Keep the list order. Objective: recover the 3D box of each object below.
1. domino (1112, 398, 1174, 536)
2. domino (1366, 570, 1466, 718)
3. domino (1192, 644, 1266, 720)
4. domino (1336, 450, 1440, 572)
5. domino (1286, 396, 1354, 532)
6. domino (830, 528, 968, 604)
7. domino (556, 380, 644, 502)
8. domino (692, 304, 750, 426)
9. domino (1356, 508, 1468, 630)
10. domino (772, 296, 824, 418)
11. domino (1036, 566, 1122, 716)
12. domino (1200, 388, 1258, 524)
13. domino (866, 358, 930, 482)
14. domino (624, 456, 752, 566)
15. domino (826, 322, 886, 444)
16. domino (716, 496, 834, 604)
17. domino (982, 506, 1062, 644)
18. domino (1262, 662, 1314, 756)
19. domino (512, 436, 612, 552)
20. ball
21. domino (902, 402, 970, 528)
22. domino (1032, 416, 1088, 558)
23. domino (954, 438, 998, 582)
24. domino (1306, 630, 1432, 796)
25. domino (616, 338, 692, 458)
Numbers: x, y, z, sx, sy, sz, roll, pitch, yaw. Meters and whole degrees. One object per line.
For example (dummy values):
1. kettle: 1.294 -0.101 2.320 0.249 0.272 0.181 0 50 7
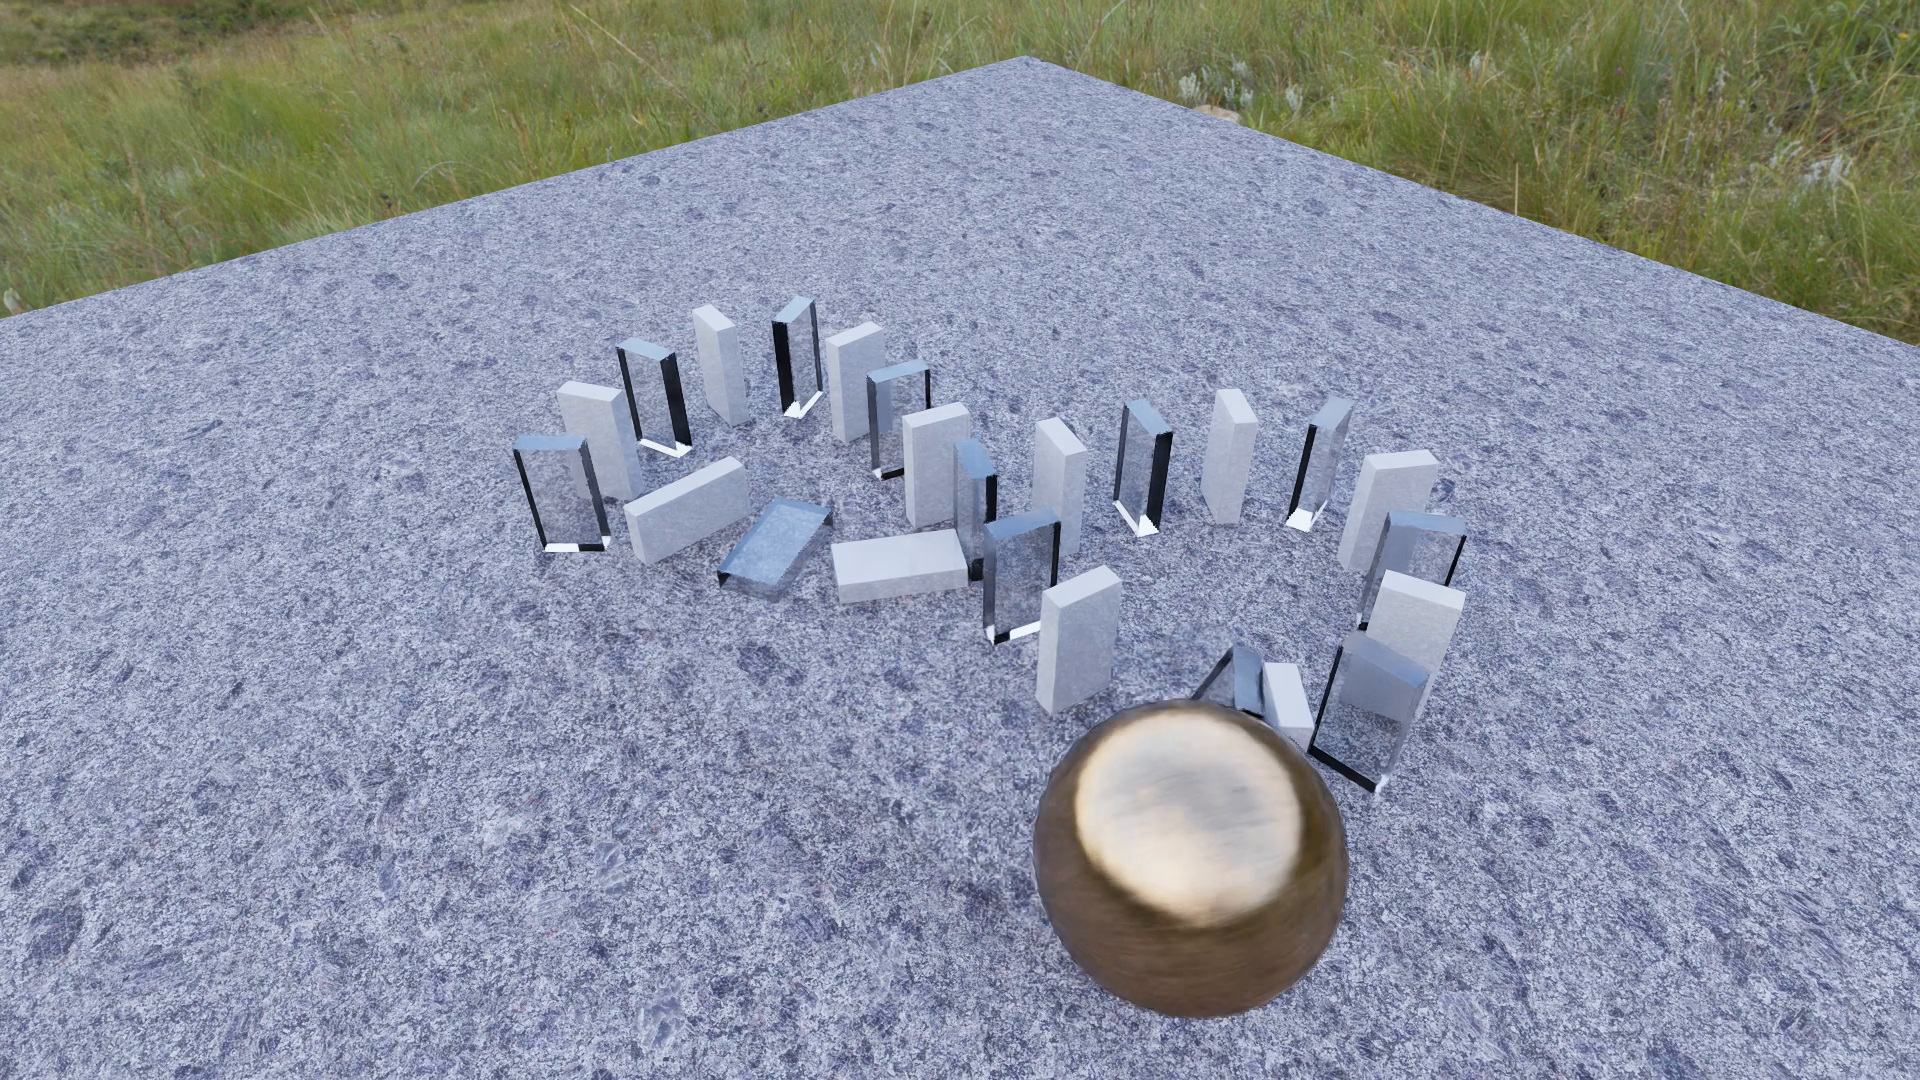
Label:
1. domino: 0.074 -0.029 0.447 0.009 0.050 0.025 -12 41 -14
2. domino: 0.149 0.035 0.368 0.025 0.050 0.010 18 43 21
3. domino: 0.077 0.058 0.340 0.009 0.050 0.025 21 40 -6
4. domino: 0.164 -0.011 0.424 0.025 0.050 0.009 -6 40 -7
5. domino: 0.147 -0.031 0.449 0.009 0.050 0.025 23 45 26
6. domino: -0.024 0.010 0.431 0.050 0.010 0.025 -7 40 -9
7. domino: -0.150 -0.041 0.462 0.025 0.050 0.009 11 41 13
8. domino: -0.111 -0.081 0.510 0.009 0.050 0.025 -25 45 -27
9. domino: 0.162 0.013 0.396 0.025 0.050 0.009 9 40 10
10. domino: -0.076 -0.085 0.516 0.009 0.050 0.025 13 41 15
11. domino: 0.039 0.034 0.370 0.025 0.050 0.009 -22 44 -24
12. domino: 0.110 -0.034 0.453 0.009 0.050 0.025 -4 39 -5
13. domino: -0.026 -0.051 0.474 0.025 0.050 0.010 -18 43 -21
14. domino: -0.110 -0.012 0.446 0.050 0.025 0.009 -31 48 -32
15. domino: -0.046 -0.071 0.498 0.025 0.050 0.009 -29 47 -31
16. domino: -0.073 0.003 0.440 0.025 0.010 0.050 13 41 16
17. domino: 0.022 0.013 0.395 0.025 0.050 0.009 -16 42 -19
18. domino: 0.094 0.064 0.333 0.009 0.050 0.025 2 39 0
19. domino: -0.156 -0.018 0.433 0.025 0.050 0.010 0 39 0
20. ball: 0.059 0.082 0.288 0.080 0.080 0.080 0 39 0
21. domino: -0.009 -0.030 0.448 0.025 0.050 0.010 -17 42 -20
22. domino: 0.039 -0.021 0.437 0.009 0.050 0.025 -15 42 -18
23. domino: 0.006 -0.011 0.425 0.010 0.050 0.025 -11 41 -13
24. domino: 0.127 0.055 0.345 0.025 0.050 0.009 32 49 33
25. domino: -0.135 -0.063 0.488 0.025 0.050 0.009 20 43 23
